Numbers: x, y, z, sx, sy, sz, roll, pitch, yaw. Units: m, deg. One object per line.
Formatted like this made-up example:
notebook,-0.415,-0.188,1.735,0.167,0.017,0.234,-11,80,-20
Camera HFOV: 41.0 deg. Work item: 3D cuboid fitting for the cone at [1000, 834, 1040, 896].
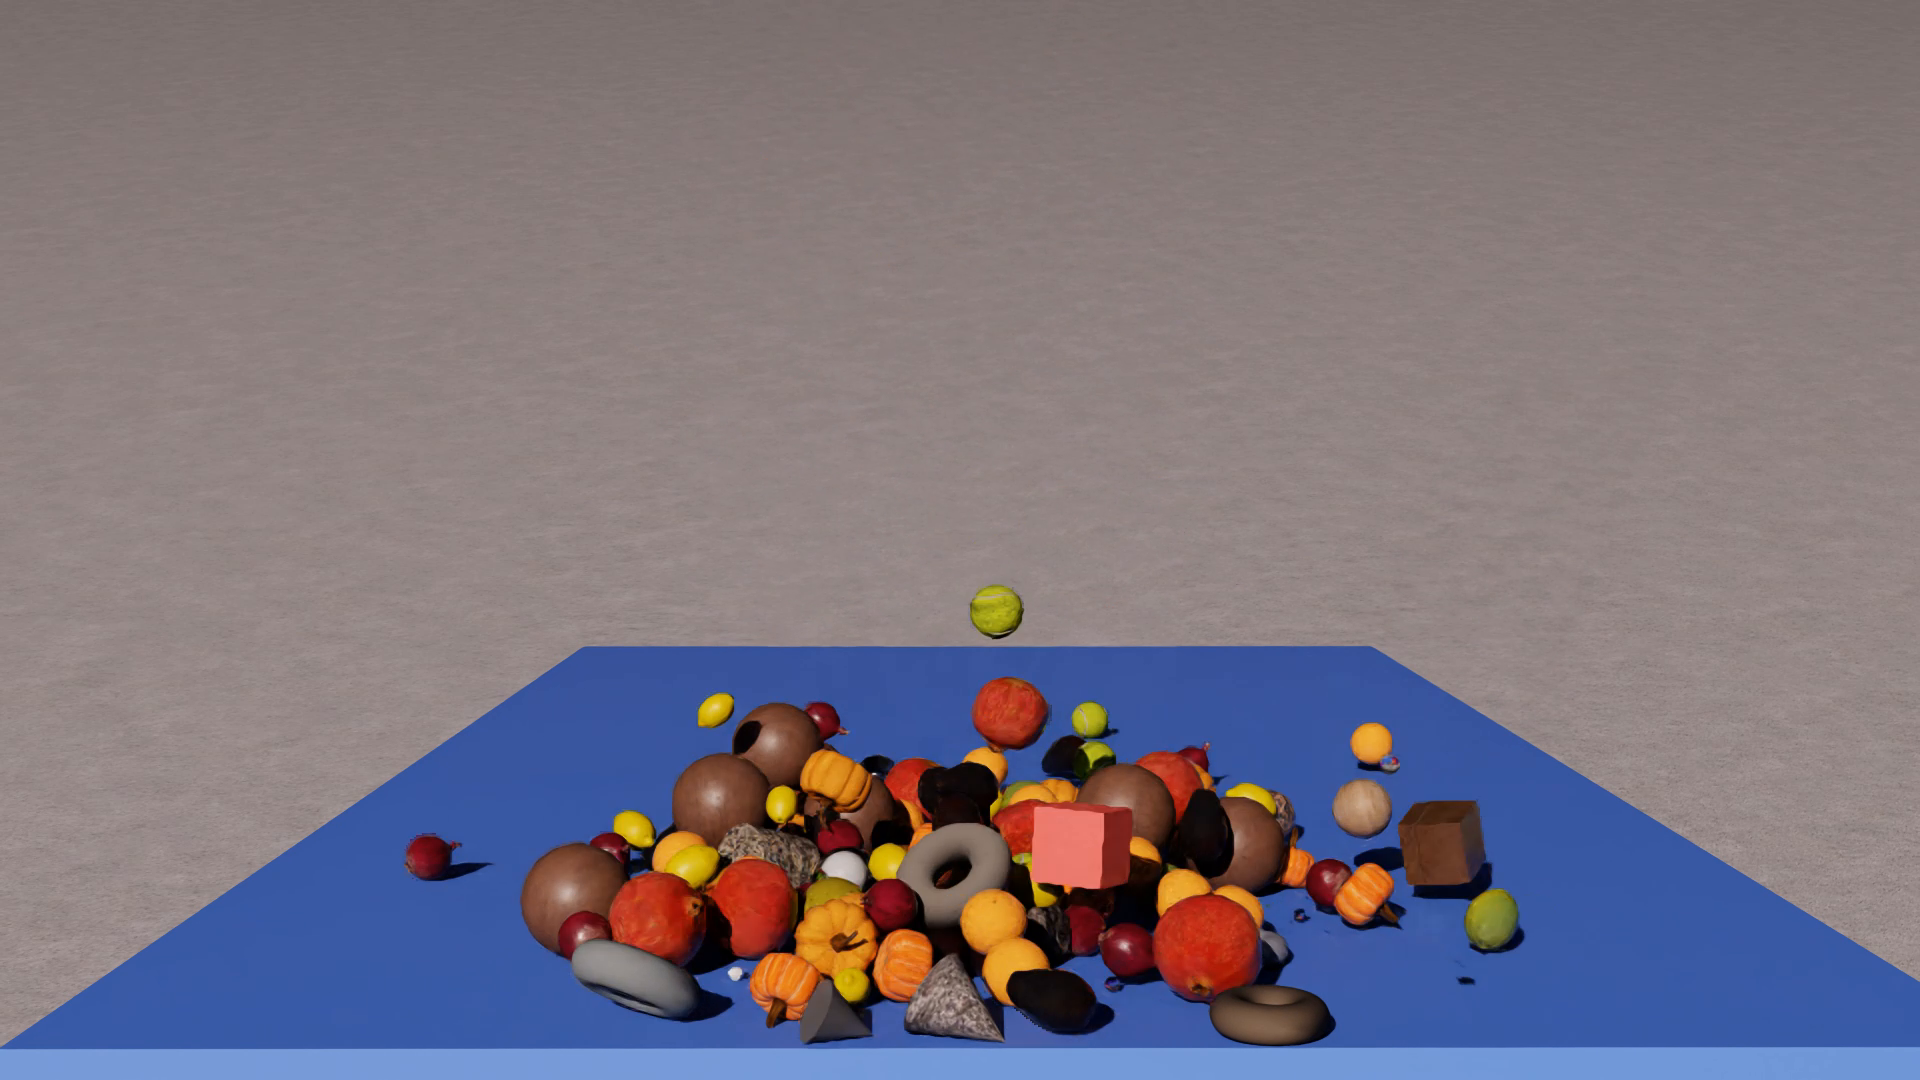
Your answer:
cone,0.039,0.436,3.273,0.090,0.090,0.090,-36,37,-27

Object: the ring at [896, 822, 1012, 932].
ring,-0.007,0.372,2.842,0.139,0.046,0.139,-17,40,15

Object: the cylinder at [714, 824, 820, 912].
cylinder,-0.238,0.405,3.175,0.094,0.094,0.094,20,4,-41

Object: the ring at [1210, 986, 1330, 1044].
ring,0.311,0.478,2.586,0.121,0.040,0.121,1,4,0

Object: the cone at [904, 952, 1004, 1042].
cone,0.009,0.478,2.573,0.093,0.093,0.093,31,32,23

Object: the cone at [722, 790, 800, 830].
cone,-0.245,0.348,3.336,0.091,0.091,0.091,-31,19,9

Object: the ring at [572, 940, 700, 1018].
ring,-0.332,0.449,2.629,0.139,0.046,0.139,18,-19,7

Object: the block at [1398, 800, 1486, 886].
block,0.608,0.381,3.239,0.080,0.080,0.080,-6,13,27

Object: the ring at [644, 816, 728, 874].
ring,-0.369,0.410,3.461,0.123,0.041,0.123,-27,-4,-2

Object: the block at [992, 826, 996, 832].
block,0.010,0.418,3.447,0.060,0.060,0.060,1,4,19

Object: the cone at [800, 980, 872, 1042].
cone,-0.115,0.484,2.571,0.067,0.067,0.067,27,14,-18

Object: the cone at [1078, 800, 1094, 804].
cone,0.182,0.420,3.621,0.078,0.078,0.078,-11,35,-26

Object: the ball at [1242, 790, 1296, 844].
ball,0.442,0.396,3.680,0.077,0.077,0.077,0,21,0

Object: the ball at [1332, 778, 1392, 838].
ball,0.521,0.348,3.328,0.078,0.078,0.078,0,21,0

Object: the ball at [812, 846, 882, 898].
ball,-0.137,0.416,3.138,0.086,0.086,0.086,0,21,0

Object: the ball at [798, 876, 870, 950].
ball,-0.146,0.433,2.980,0.084,0.084,0.084,0,21,0

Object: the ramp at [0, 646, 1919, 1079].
ramp,0.048,0.435,4.532,2.000,0.100,4.000,0,3,0

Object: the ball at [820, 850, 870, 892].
ball,-0.138,0.401,3.064,0.060,0.060,0.060,0,21,0

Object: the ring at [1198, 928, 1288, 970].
ring,0.320,0.462,2.905,0.103,0.034,0.103,0,2,0

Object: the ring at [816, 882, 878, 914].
ring,-0.138,0.446,3.210,0.086,0.029,0.086,1,8,0

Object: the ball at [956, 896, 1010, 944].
ball,0.025,0.438,3.012,0.071,0.071,0.071,0,21,0

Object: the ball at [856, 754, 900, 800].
ball,-0.131,0.376,4.081,0.070,0.070,0.070,0,21,0

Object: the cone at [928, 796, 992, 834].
cone,0.022,0.387,3.246,0.090,0.090,0.090,-15,58,-35

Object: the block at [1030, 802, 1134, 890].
block,0.138,0.343,2.894,0.085,0.085,0.085,3,0,26

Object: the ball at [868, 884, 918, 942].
ball,-0.078,0.439,3.028,0.067,0.067,0.067,0,21,0
